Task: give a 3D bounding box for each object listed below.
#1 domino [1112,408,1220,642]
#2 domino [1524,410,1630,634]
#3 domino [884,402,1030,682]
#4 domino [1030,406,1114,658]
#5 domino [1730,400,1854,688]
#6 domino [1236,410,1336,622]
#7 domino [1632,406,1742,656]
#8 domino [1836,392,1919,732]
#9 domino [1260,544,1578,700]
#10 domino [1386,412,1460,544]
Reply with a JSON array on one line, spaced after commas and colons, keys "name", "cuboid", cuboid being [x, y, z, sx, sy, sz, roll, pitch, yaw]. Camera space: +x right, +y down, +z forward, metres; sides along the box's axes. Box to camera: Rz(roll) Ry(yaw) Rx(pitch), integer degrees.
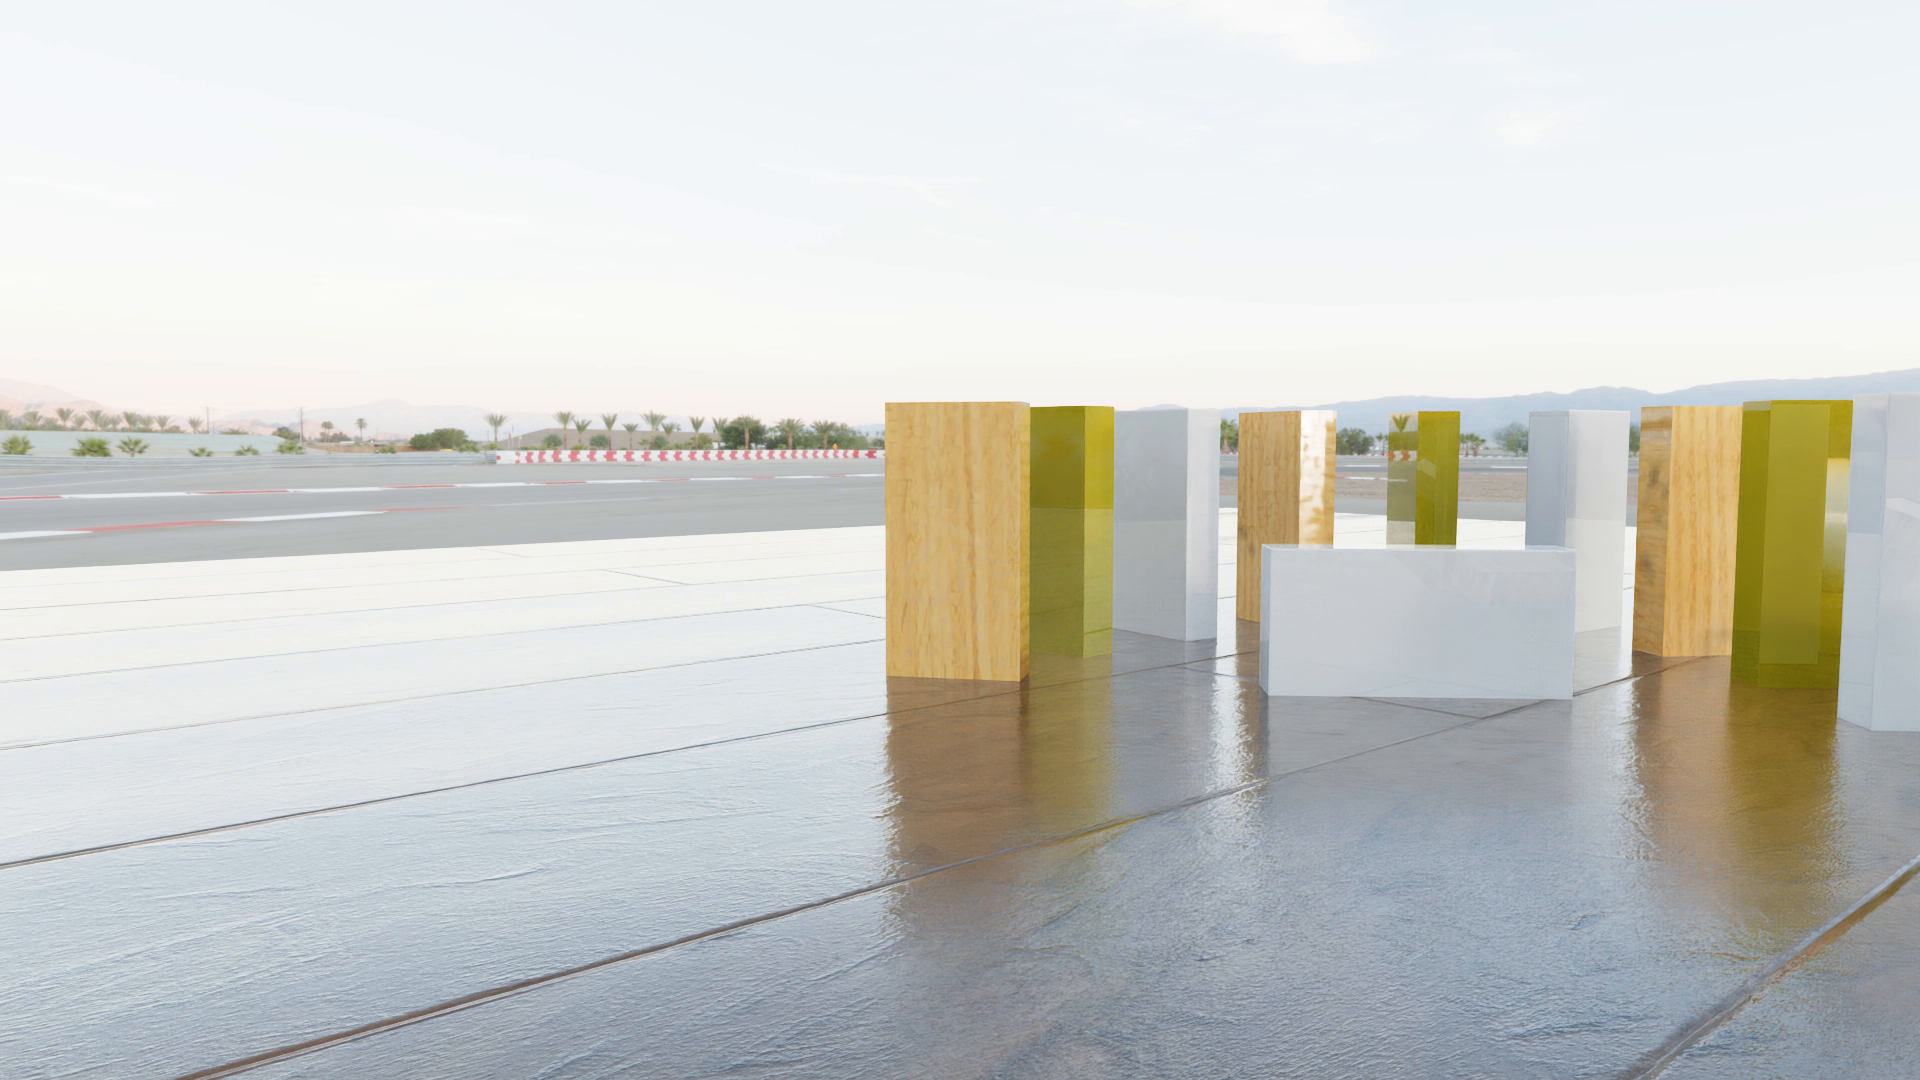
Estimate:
[{"name": "domino", "cuboid": [0.046, -0.004, 0.288, 0.010, 0.050, 0.025, -3, 5, -34]}, {"name": "domino", "cuboid": [0.141, -0.005, 0.294, 0.025, 0.050, 0.009, -3, 5, -34]}, {"name": "domino", "cuboid": [0.000, 0.000, 0.236, 0.025, 0.050, 0.009, 1, 4, 13]}, {"name": "domino", "cuboid": [0.019, -0.002, 0.265, 0.025, 0.050, 0.010, 4, 6, 43]}, {"name": "domino", "cuboid": [0.153, 0.001, 0.226, 0.025, 0.050, 0.010, 0, 4, 5]}, {"name": "domino", "cuboid": [0.077, -0.005, 0.304, 0.010, 0.050, 0.025, -2, 5, -21]}, {"name": "domino", "cuboid": [0.152, -0.002, 0.261, 0.025, 0.050, 0.010, -1, 4, -8]}, {"name": "domino", "cuboid": [0.148, 0.003, 0.191, 0.025, 0.050, 0.010, 1, 4, 8]}, {"name": "domino", "cuboid": [0.077, 0.014, 0.219, 0.050, 0.025, 0.010, 0, 4, 4]}, {"name": "domino", "cuboid": [0.111, -0.006, 0.310, 0.010, 0.050, 0.025, 0, 4, 4]}]
